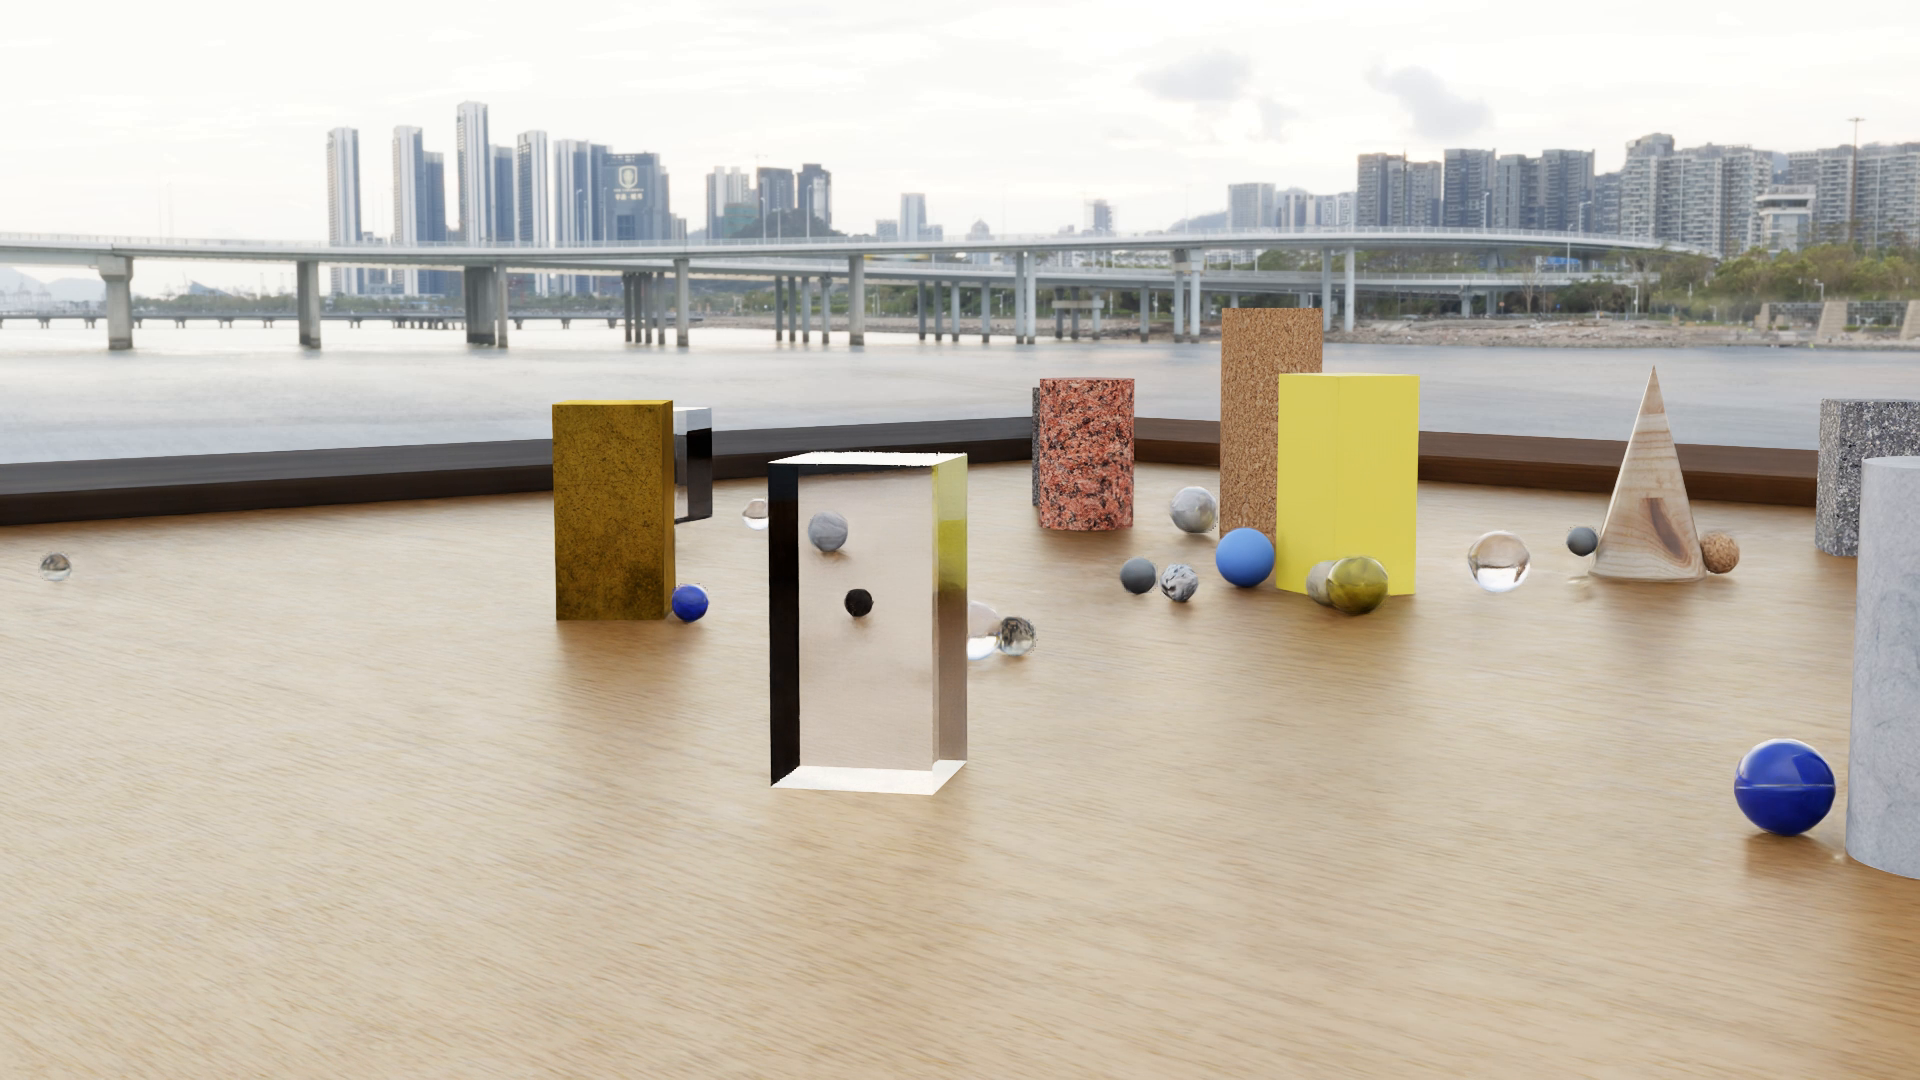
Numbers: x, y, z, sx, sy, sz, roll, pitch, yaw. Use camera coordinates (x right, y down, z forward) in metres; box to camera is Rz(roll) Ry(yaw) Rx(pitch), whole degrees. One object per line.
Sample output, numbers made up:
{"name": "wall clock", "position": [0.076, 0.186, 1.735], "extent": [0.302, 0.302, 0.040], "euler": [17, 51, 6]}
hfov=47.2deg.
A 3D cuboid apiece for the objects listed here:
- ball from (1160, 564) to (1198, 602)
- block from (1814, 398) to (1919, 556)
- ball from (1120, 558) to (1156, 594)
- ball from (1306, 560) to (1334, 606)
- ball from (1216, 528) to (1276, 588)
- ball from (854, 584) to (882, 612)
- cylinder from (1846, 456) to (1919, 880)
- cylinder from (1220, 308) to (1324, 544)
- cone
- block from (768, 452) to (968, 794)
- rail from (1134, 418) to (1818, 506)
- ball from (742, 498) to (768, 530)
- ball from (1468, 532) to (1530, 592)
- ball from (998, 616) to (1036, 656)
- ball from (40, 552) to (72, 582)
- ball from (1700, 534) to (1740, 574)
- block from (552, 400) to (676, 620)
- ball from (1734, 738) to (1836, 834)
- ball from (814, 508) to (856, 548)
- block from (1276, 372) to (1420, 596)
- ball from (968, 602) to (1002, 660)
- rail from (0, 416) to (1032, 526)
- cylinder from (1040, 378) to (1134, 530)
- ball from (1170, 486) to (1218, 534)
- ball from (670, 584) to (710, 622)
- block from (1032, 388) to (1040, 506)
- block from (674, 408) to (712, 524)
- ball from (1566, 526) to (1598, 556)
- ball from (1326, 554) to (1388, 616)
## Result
{"name": "ball", "position": [0.335, 0.065, 3.362], "extent": [0.058, 0.058, 0.058], "euler": [0, 6, 0]}
{"name": "block", "position": [1.671, -0.116, 4.030], "extent": [0.155, 0.279, 0.155], "euler": [1, 6, 8]}
{"name": "ball", "position": [0.280, 0.056, 3.447], "extent": [0.058, 0.058, 0.058], "euler": [0, 6, 0]}
{"name": "ball", "position": [0.555, 0.065, 3.305], "extent": [0.069, 0.069, 0.069], "euler": [0, 6, 0]}
{"name": "ball", "position": [0.458, 0.028, 3.533], "extent": [0.095, 0.095, 0.095], "euler": [0, 6, 0]}
{"name": "ball", "position": [-0.136, 0.085, 3.245], "extent": [0.042, 0.042, 0.042], "euler": [0, 6, 0]}
{"name": "cylinder", "position": [0.824, 0.099, 1.771], "extent": [0.194, 0.322, 0.194], "euler": [0, 6, 0]}
{"name": "cylinder", "position": [0.603, -0.226, 4.266], "extent": [0.194, 0.447, 0.194], "euler": [0, 6, 0]}
{"name": "cone", "position": [1.155, -0.118, 3.678], "extent": [0.194, 0.355, 0.194], "euler": [0, 6, 0]}
{"name": "block", "position": [-0.085, 0.074, 2.099], "extent": [0.155, 0.304, 0.155], "euler": [1, 6, 12]}
{"name": "rail", "position": [1.852, -0.145, 5.032], "extent": [0.045, 0.126, 4.456], "euler": [-5, 8, -42]}
{"name": "ball", "position": [-0.407, -0.051, 4.437], "extent": [0.064, 0.064, 0.064], "euler": [0, 6, 0]}
{"name": "ball", "position": [0.849, 0.034, 3.466], "extent": [0.097, 0.097, 0.097], "euler": [0, 6, 0]}
{"name": "ball", "position": [0.071, 0.123, 2.832], "extent": [0.052, 0.052, 0.052], "euler": [0, 6, 0]}
{"name": "ball", "position": [-1.482, 0.045, 3.604], "extent": [0.048, 0.048, 0.048], "euler": [0, 6, 0]}
{"name": "ball", "position": [1.277, 0.023, 3.702], "extent": [0.068, 0.068, 0.068], "euler": [0, 6, 0]}
{"name": "block", "position": [-0.504, -0.047, 3.220], "extent": [0.155, 0.310, 0.155], "euler": [0, 6, -1]}
{"name": "ball", "position": [0.701, 0.209, 1.870], "extent": [0.082, 0.082, 0.082], "euler": [0, 6, 0]}
{"name": "ball", "position": [-0.233, -0.023, 4.110], "extent": [0.077, 0.077, 0.077], "euler": [0, 6, 0]}
{"name": "block", "position": [0.610, -0.090, 3.472], "extent": [0.155, 0.342, 0.155], "euler": [-3, 7, -27]}
{"name": "ball", "position": [0.017, 0.116, 2.793], "extent": [0.076, 0.076, 0.076], "euler": [0, 6, 0]}
{"name": "rail", "position": [-1.495, -0.136, 4.943], "extent": [5.087, 0.126, 0.045], "euler": [-5, 8, -42]}
{"name": "cylinder", "position": [0.261, -0.180, 4.524], "extent": [0.194, 0.303, 0.194], "euler": [0, 6, 0]}
{"name": "ball", "position": [0.465, -0.060, 4.375], "extent": [0.094, 0.094, 0.094], "euler": [0, 6, 0]}
{"name": "ball", "position": [-0.386, 0.090, 3.142], "extent": [0.054, 0.054, 0.054], "euler": [0, 6, 0]}
{"name": "block", "position": [0.273, -0.213, 4.998], "extent": [0.155, 0.269, 0.155], "euler": [5, 8, 41]}
{"name": "block", "position": [-0.631, -0.161, 4.666], "extent": [0.155, 0.235, 0.155], "euler": [2, 6, 21]}
{"name": "ball", "position": [1.047, 0.002, 3.701], "extent": [0.051, 0.051, 0.051], "euler": [0, 6, 0]}
{"name": "ball", "position": [0.580, 0.065, 3.209], "extent": [0.090, 0.090, 0.090], "euler": [0, 6, 0]}
